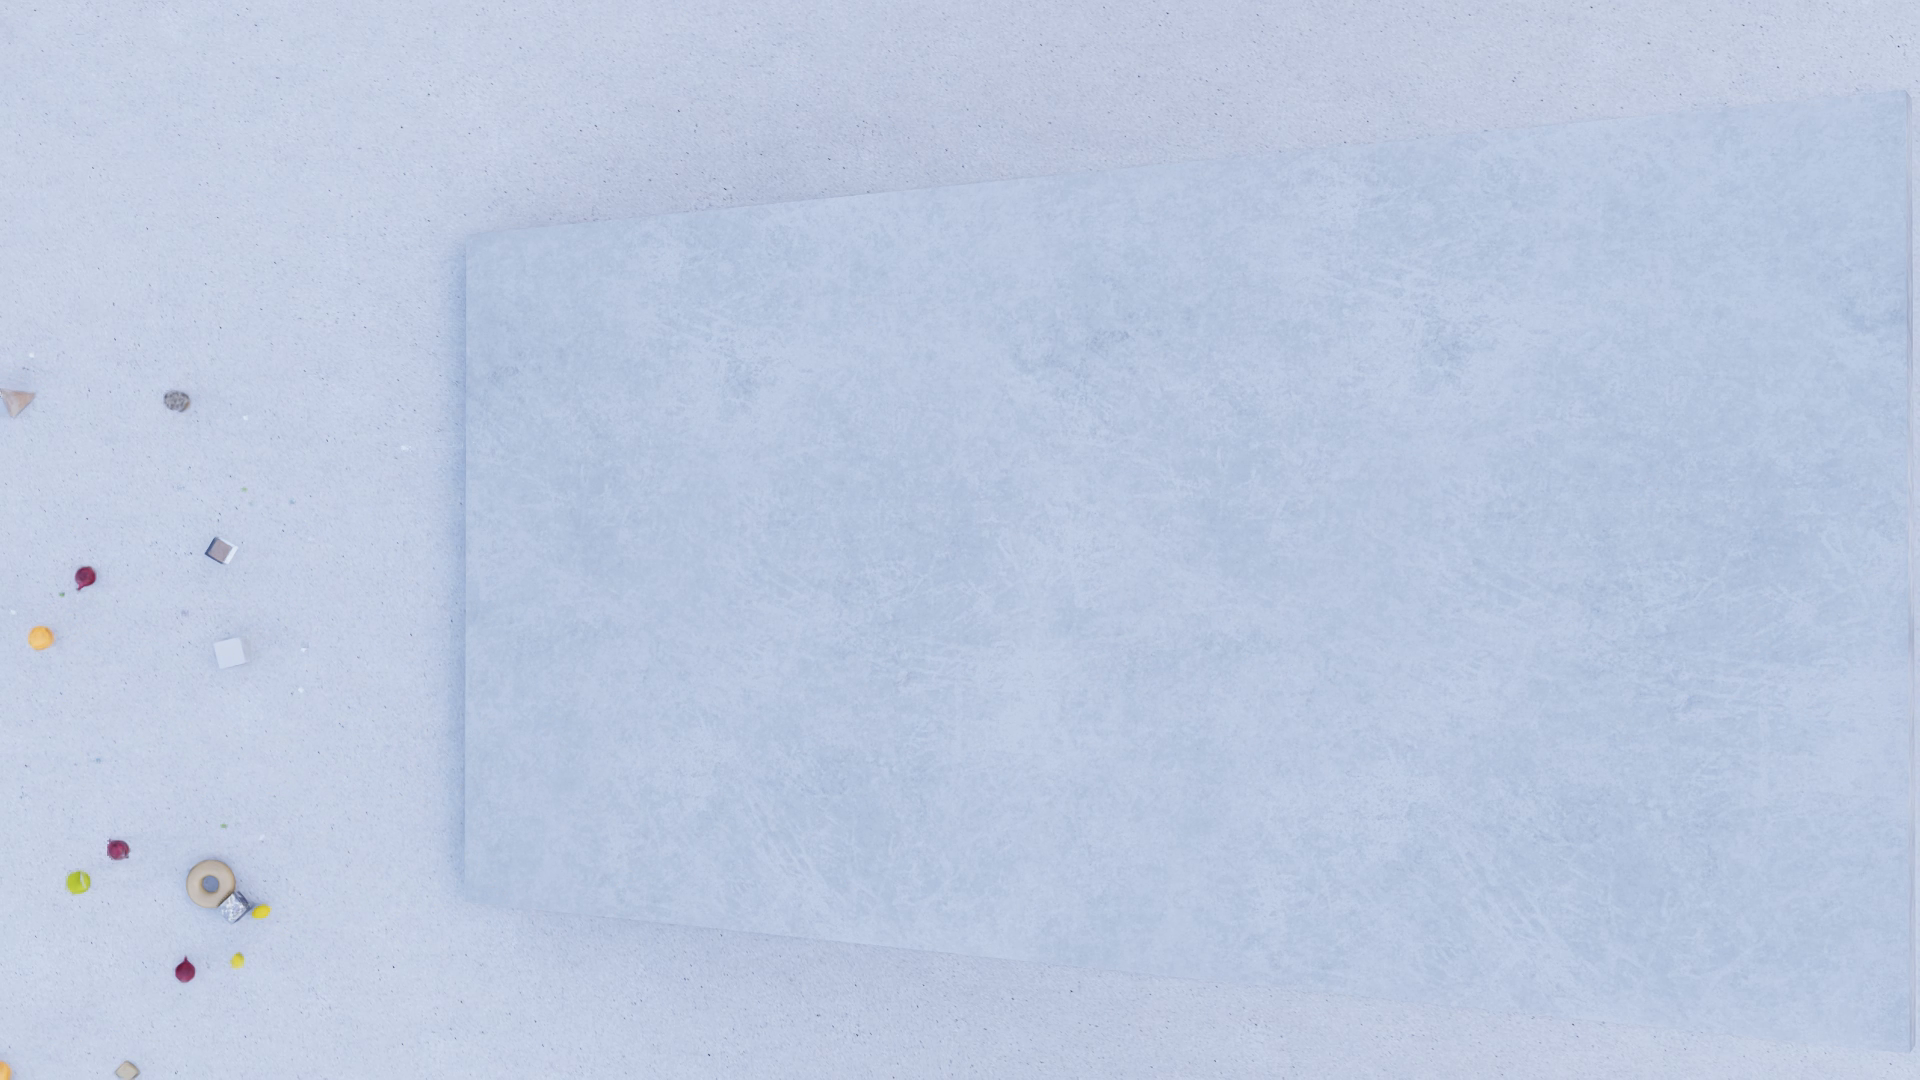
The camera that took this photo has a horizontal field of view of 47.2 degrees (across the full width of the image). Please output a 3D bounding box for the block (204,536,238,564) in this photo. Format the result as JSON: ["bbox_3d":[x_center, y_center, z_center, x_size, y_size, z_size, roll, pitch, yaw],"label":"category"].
[{"bbox_3d":[-2.233,0.032,6.648,0.061,0.061,0.061,31,90,0],"label":"block"}]

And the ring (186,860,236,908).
[{"bbox_3d":[-2.264,1.039,6.644,0.148,0.049,0.148,0,89,-1],"label":"ring"}]

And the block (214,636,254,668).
[{"bbox_3d":[-2.191,0.339,6.635,0.080,0.080,0.080,-13,89,0],"label":"block"}]

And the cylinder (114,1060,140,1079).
[{"bbox_3d":[-2.511,1.606,6.637,0.052,0.052,0.052,43,90,1],"label":"cylinder"}]

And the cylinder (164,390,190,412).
[{"bbox_3d":[-2.368,-0.420,6.652,0.059,0.059,0.059,0,89,2],"label":"cylinder"}]

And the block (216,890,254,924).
[{"bbox_3d":[-2.188,1.110,6.635,0.065,0.065,0.065,-43,90,0],"label":"block"}]

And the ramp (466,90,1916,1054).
[{"bbox_3d":[0.268,0.074,5.621,4.000,0.100,2.000,0,89,30],"label":"ramp"}]
